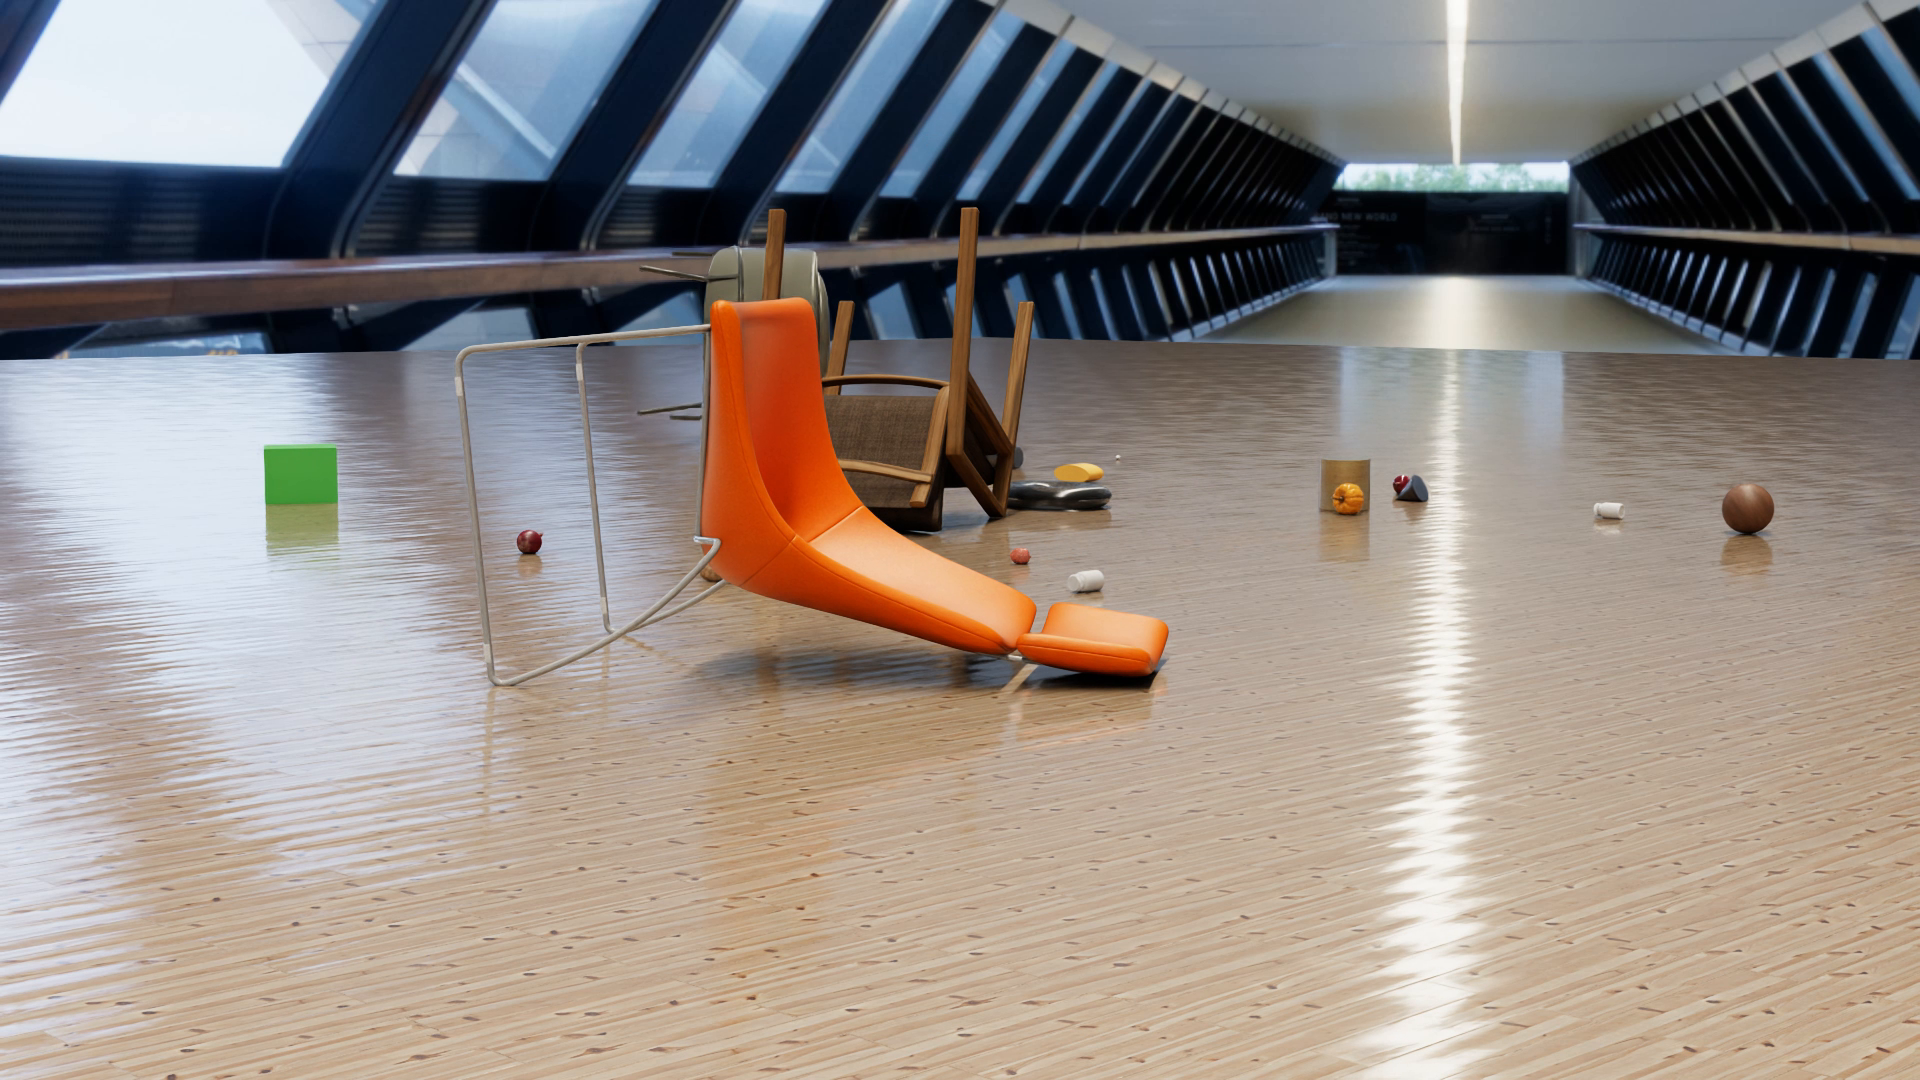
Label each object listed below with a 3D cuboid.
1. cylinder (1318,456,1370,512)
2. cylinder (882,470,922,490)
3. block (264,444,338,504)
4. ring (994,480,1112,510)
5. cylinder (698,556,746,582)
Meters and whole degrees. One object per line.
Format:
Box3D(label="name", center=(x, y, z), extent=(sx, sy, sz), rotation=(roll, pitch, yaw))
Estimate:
Box3D(label="cylinder", center=(1.088, -0.160, 7.259), extent=(0.143, 0.144, 0.205), rotation=(0, 6, 4))
Box3D(label="cylinder", center=(-0.180, -0.187, 7.938), extent=(0.116, 0.058, 0.111), rotation=(-1, 1, -5))
Box3D(label="block", center=(-1.935, -0.195, 7.528), extent=(0.204, 0.160, 0.197), rotation=(-2, 6, -15))
Box3D(label="ring", center=(0.267, -0.129, 7.355), extent=(0.314, 0.066, 0.389), rotation=(-3, 6, -31))
Box3D(label="cylinder", center=(-0.514, 0.063, 5.540), extent=(0.084, 0.054, 0.058), rotation=(5, 18, 40))
